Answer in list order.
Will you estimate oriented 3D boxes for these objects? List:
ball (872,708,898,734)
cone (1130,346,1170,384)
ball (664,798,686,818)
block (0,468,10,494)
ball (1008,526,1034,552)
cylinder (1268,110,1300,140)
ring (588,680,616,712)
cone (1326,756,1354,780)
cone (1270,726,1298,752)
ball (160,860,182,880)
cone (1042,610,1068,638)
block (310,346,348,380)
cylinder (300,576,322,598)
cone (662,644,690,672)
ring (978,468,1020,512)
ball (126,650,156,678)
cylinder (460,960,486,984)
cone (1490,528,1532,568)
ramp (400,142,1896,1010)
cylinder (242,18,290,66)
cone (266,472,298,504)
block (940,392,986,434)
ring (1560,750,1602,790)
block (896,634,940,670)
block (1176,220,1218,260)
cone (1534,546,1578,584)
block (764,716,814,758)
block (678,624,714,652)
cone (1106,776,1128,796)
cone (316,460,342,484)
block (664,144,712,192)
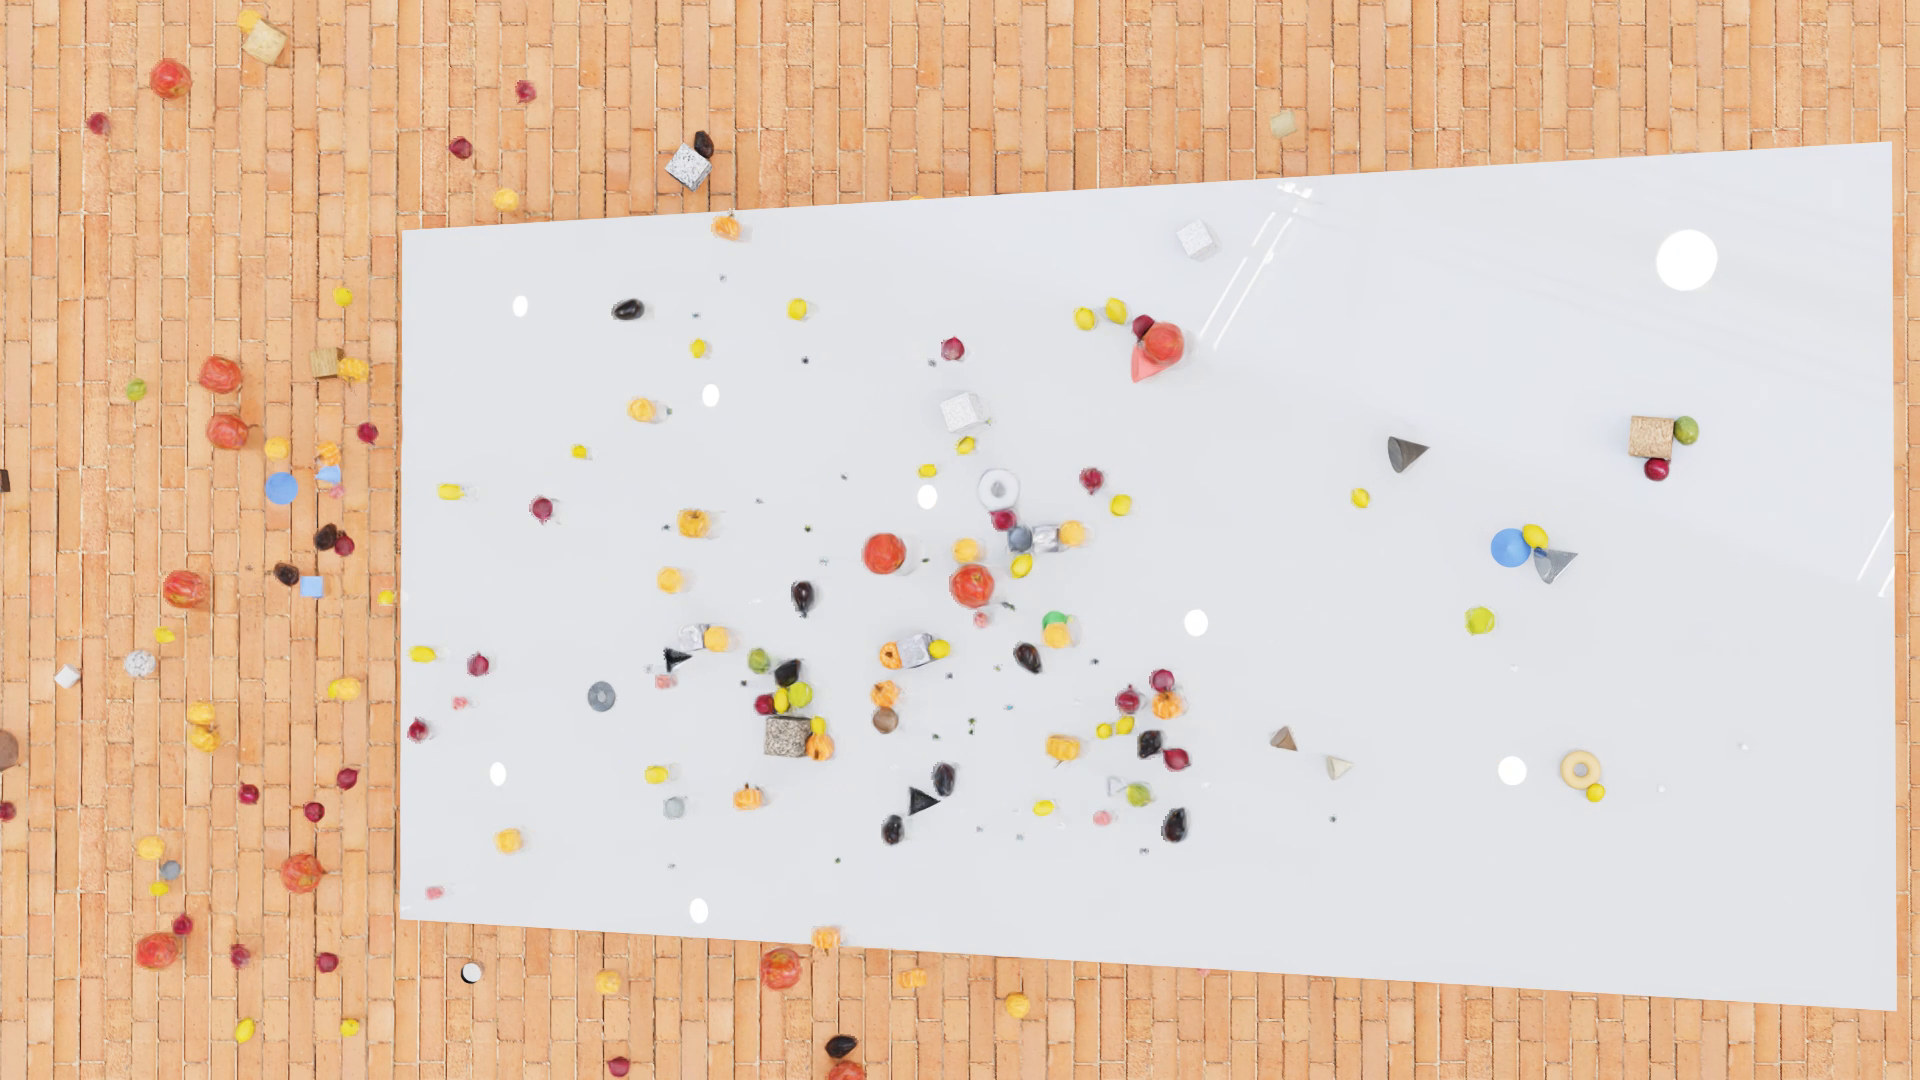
[{"bbox_3d":[-0.197,0.479,5.824,0.070,0.070,0.070,0,89,0],"label":"ball"},{"bbox_3d":[0.495,-0.447,5.625,0.098,0.098,0.098,1,89,-7],"label":"cone"},{"bbox_3d":[-0.785,0.738,6.053,0.060,0.060,0.060,0,89,0],"label":"ball"},{"bbox_3d":[-2.837,-0.170,6.453,0.067,0.067,0.067,-8,89,0],"label":"block"},{"bbox_3d":[0.159,-0.003,5.726,0.067,0.067,0.067,0,89,0],"label":"ball"},{"bbox_3d":[0.882,-1.129,5.982,0.063,0.063,0.063,-24,89,30],"label":"cylinder"},{"bbox_3d":[-1.002,0.438,6.149,0.088,0.029,0.088,-1,88,20],"label":"ring"},{"bbox_3d":[0.951,0.561,5.459,0.064,0.064,0.064,-9,89,-7],"label":"cone"},{"bbox_3d":[0.823,0.511,5.505,0.064,0.064,0.064,39,89,-12],"label":"cone"},{"bbox_3d":[-2.312,0.968,6.442,0.058,0.058,0.058,0,89,0],"label":"ball"},{"bbox_3d":[0.235,0.218,5.694,0.070,0.070,0.070,0,89,20],"label":"cone"},{"bbox_3d":[-1.854,-0.518,6.451,0.080,0.080,0.080,-8,89,0],"label":"block"},{"bbox_3d":[-1.899,0.138,6.443,0.060,0.060,0.060,0,88,0],"label":"cylinder"},{"bbox_3d":[-0.773,0.326,6.067,0.078,0.078,0.078,5,89,-26],"label":"cone"},{"bbox_3d":[0.100,-0.130,5.764,0.116,0.039,0.116,0,91,19],"label":"ring"},{"bbox_3d":[-2.399,0.362,6.437,0.084,0.084,0.084,0,89,0],"label":"ball"},{"bbox_3d":[-1.426,1.264,6.437,0.059,0.059,0.059,0,89,0],"label":"cylinder"},{"bbox_3d":[1.323,0.019,5.299,0.096,0.096,0.096,0,89,19],"label":"cone"},{"bbox_3d":[0.279,0.090,5.770,4.000,0.100,2.000,0,89,19],"label":"ramp"},{"bbox_3d":[-2.034,-1.460,6.446,0.098,0.098,0.098,35,99,0],"label":"cylinder"},{"bbox_3d":[-2.001,-0.153,6.437,0.098,0.098,0.098,0,89,0],"label":"cone"},{"bbox_3d":[0.009,-0.333,5.775,0.081,0.081,0.081,-21,82,18],"label":"block"},{"bbox_3d":[1.487,0.551,5.269,0.095,0.032,0.095,0,91,19],"label":"ring"},{"bbox_3d":[-0.112,0.294,5.813,0.074,0.074,0.074,-21,83,18],"label":"block"},{"bbox_3d":[0.602,-0.763,5.579,0.069,0.069,0.069,-30,80,17],"label":"block"},{"bbox_3d":[1.445,0.047,5.284,0.095,0.095,0.095,-18,89,-9],"label":"cone"},{"bbox_3d":[-0.460,0.530,5.920,0.099,0.099,0.099,4,91,19],"label":"block"},{"bbox_3d":[-0.726,0.267,6.035,0.065,0.065,0.065,-12,85,19],"label":"block"},{"bbox_3d":[0.409,0.632,5.651,0.054,0.054,0.054,-1,89,-7],"label":"cone"},{"bbox_3d":[-1.863,-0.190,6.437,0.071,0.071,0.071,11,112,30],"label":"cone"},{"bbox_3d":[-0.795,-1.091,6.452,0.094,0.094,0.094,37,89,0],"label":"block"}]
